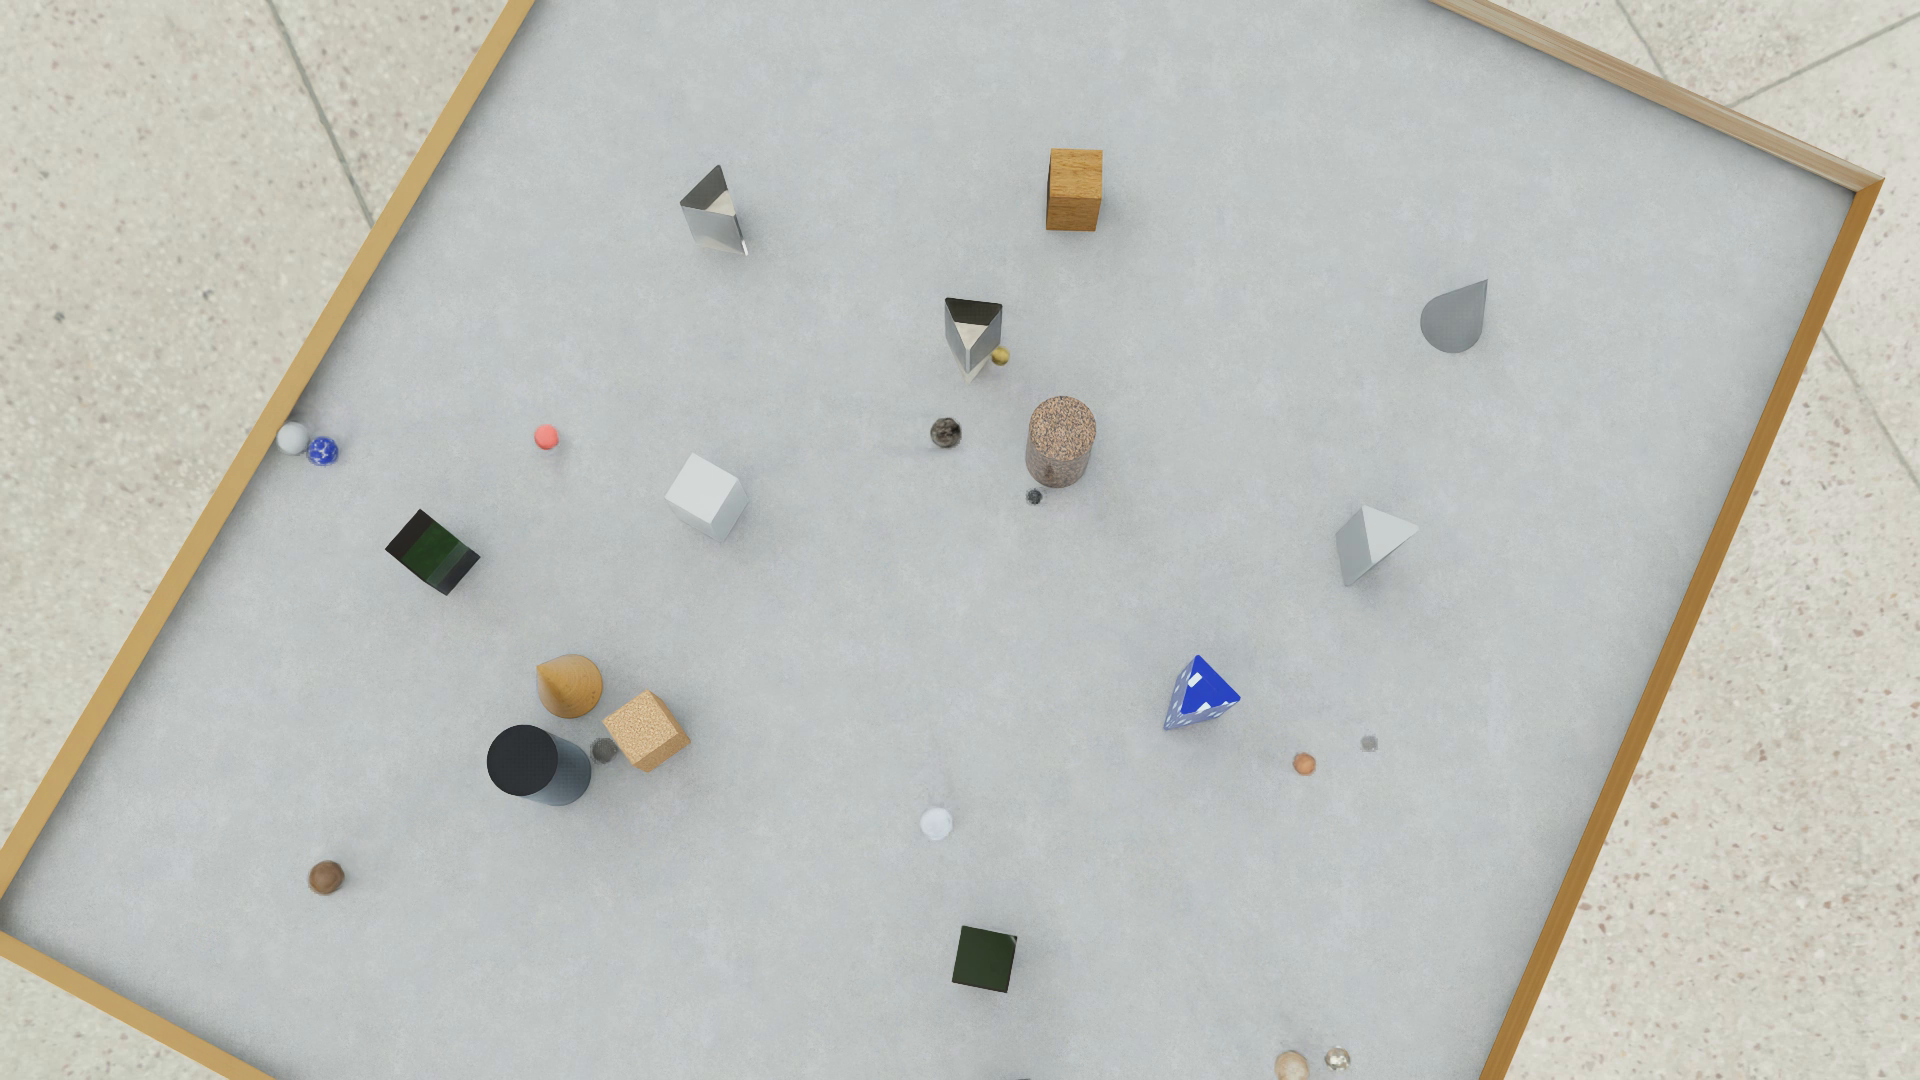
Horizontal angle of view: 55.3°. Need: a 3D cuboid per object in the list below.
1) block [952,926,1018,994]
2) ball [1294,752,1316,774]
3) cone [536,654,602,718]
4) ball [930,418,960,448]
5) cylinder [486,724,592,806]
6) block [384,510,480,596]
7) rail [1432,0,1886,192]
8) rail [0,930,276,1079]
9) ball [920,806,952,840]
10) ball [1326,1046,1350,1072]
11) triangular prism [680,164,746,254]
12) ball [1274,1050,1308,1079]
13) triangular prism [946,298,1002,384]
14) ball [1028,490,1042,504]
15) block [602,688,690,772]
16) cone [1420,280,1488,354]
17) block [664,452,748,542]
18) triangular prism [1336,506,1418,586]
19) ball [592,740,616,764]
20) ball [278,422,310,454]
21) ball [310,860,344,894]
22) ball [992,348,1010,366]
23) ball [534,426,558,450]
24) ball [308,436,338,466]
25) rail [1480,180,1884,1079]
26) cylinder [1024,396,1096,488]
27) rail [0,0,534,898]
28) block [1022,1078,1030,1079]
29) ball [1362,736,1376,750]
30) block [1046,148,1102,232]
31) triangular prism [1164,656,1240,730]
[{"bbox_3d":[0.068,1.191,5.219,0.157,0.296,0.157,11,79,2],"label":"block"},{"bbox_3d":[1.023,0.665,5.446,0.065,0.065,0.065,0,78,0],"label":"ball"},{"bbox_3d":[-1.175,0.395,5.303,0.196,0.454,0.196,0,78,0],"label":"cone"},{"bbox_3d":[-0.045,-0.330,5.638,0.093,0.093,0.093,0,78,0],"label":"ball"},{"bbox_3d":[-1.199,0.650,5.245,0.196,0.464,0.196,0,78,0],"label":"cylinder"},{"bbox_3d":[-1.576,0.039,5.485,0.157,0.241,0.157,38,81,7],"label":"block"},{"bbox_3d":[1.027,-2.004,5.965,4.143,0.127,0.045,26,80,5],"label":"rail"},{"bbox_3d":[-1.027,2.018,5.133,4.143,0.127,0.045,26,80,5],"label":"rail"},{"bbox_3d":[-0.071,0.833,5.394,0.098,0.098,0.098,0,78,0],"label":"ball"},{"bbox_3d":[1.086,1.493,5.271,0.071,0.071,0.071,0,78,0],"label":"ball"},{"bbox_3d":[-0.741,-1.025,5.659,0.170,0.333,0.147,12,79,2],"label":"triangular prism"},{"bbox_3d":[0.950,1.515,5.253,0.098,0.098,0.098,0,78,0],"label":"ball"},{"bbox_3d":[0.015,-0.632,5.563,0.147,0.360,0.170,36,81,7],"label":"triangular prism"},{"bbox_3d":[0.230,-0.131,5.620,0.046,0.046,0.046,0,78,0],"label":"ball"},{"bbox_3d":[-0.914,0.561,5.363,0.157,0.270,0.157,-35,80,-7],"label":"block"},{"bbox_3d":[1.544,-0.722,5.556,0.196,0.411,0.196,0,78,0],"label":"cone"},{"bbox_3d":[-0.757,-0.123,5.496,0.157,0.286,0.157,29,80,6],"label":"block"},{"bbox_3d":[1.199,-0.003,5.423,0.170,0.381,0.147,-37,81,-7],"label":"triangular prism"},{"bbox_3d":[-1.058,0.628,5.450,0.071,0.071,0.071,0,78,0],"label":"ball"},{"bbox_3d":[-2.047,-0.314,5.632,0.096,0.096,0.096,0,78,0],"label":"ball"},{"bbox_3d":[-1.853,0.987,5.363,0.097,0.097,0.097,0,78,0],"label":"ball"},{"bbox_3d":[0.125,-0.570,5.706,0.056,0.056,0.056,0,78,0],"label":"ball"},{"bbox_3d":[-1.273,-0.315,5.645,0.072,0.072,0.072,0,78,0],"label":"ball"},{"bbox_3d":[-1.956,-0.274,5.628,0.089,0.089,0.089,0,78,0],"label":"ball"},{"bbox_3d":[1.831,0.903,5.363,0.045,0.127,4.640,26,80,5],"label":"rail"},{"bbox_3d":[0.299,-0.290,5.501,0.196,0.345,0.196,0,78,0],"label":"cylinder"},{"bbox_3d":[-1.831,-0.890,5.735,0.045,0.127,4.640,26,80,5],"label":"rail"},{"bbox_3d":[0.133,1.603,5.101,0.157,0.359,0.157,-6,78,-1],"label":"block"},{"bbox_3d":[1.221,0.605,5.469,0.044,0.044,0.044,0,78,0],"label":"ball"},{"bbox_3d":[0.354,-1.087,5.702,0.157,0.274,0.157,2,78,0],"label":"block"},{"bbox_3d":[0.678,0.434,5.302,0.170,0.440,0.147,-13,79,-3],"label":"triangular prism"}]
